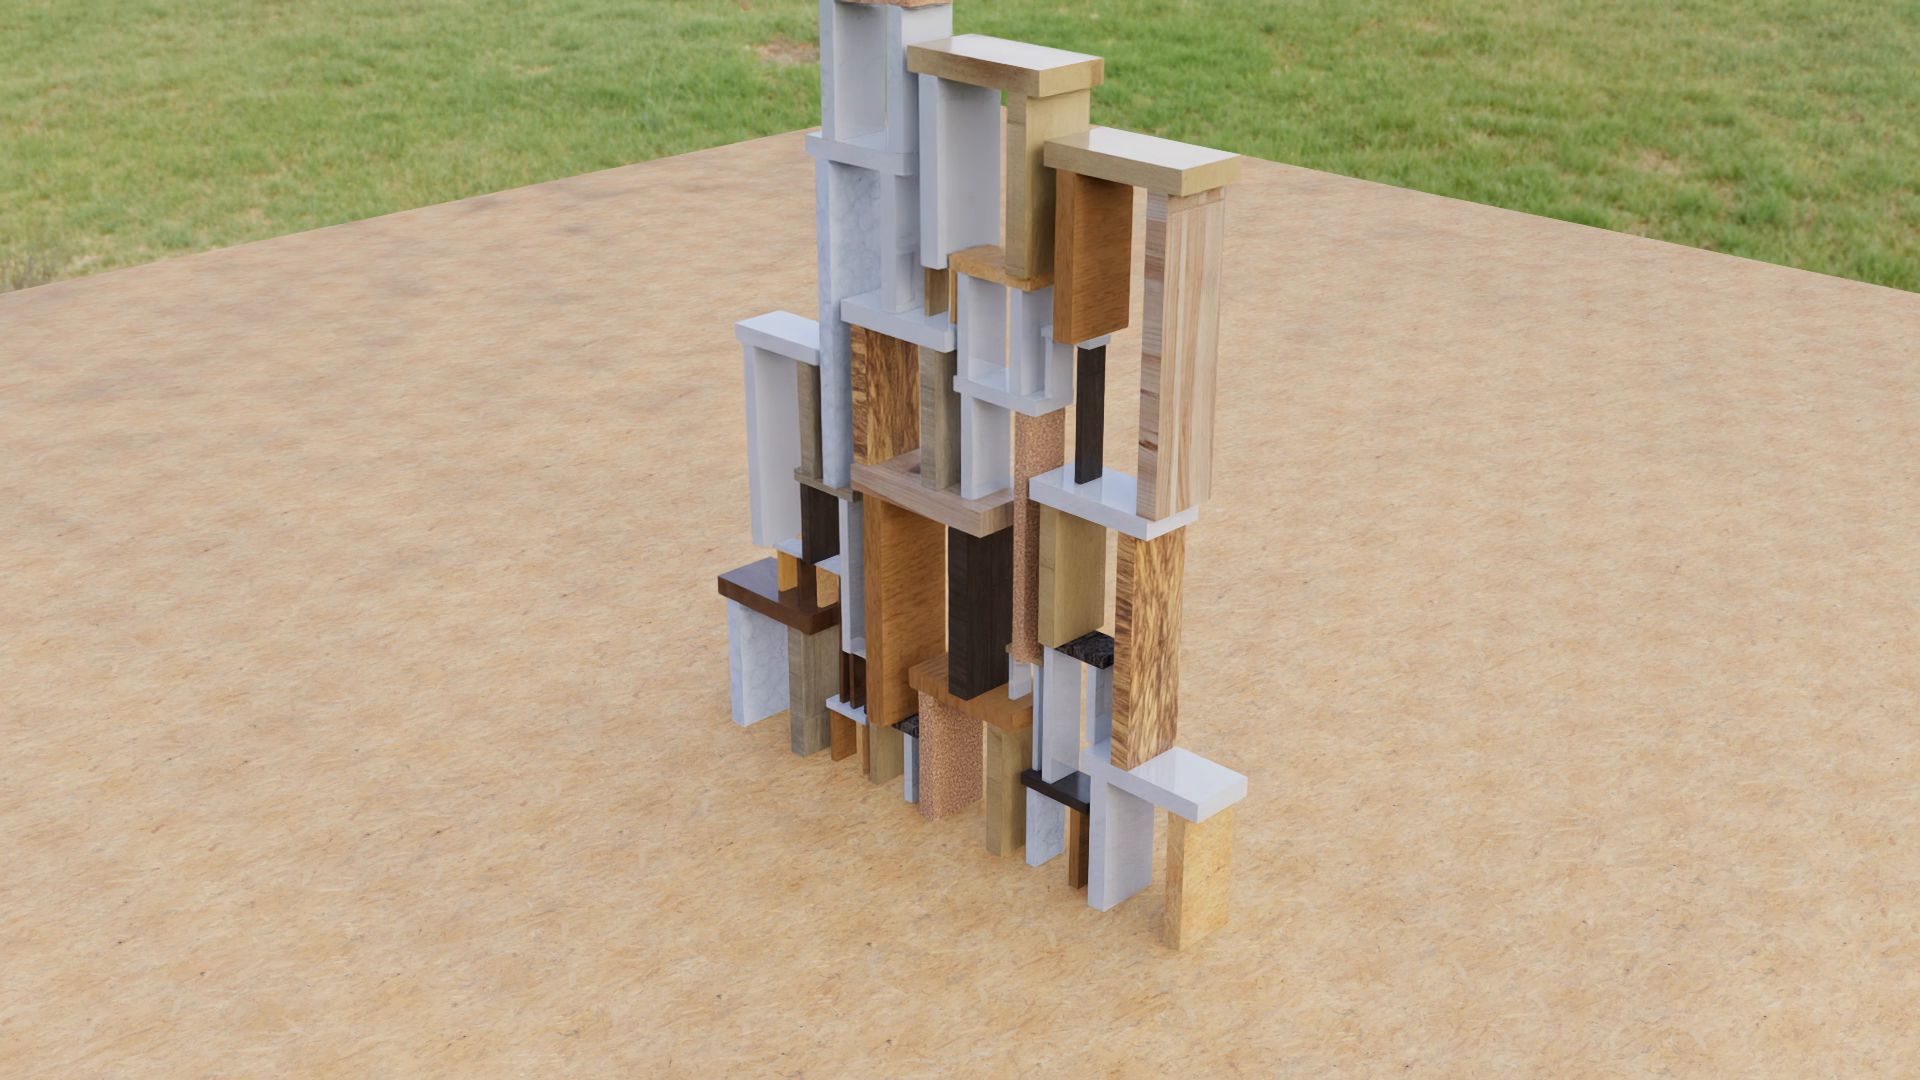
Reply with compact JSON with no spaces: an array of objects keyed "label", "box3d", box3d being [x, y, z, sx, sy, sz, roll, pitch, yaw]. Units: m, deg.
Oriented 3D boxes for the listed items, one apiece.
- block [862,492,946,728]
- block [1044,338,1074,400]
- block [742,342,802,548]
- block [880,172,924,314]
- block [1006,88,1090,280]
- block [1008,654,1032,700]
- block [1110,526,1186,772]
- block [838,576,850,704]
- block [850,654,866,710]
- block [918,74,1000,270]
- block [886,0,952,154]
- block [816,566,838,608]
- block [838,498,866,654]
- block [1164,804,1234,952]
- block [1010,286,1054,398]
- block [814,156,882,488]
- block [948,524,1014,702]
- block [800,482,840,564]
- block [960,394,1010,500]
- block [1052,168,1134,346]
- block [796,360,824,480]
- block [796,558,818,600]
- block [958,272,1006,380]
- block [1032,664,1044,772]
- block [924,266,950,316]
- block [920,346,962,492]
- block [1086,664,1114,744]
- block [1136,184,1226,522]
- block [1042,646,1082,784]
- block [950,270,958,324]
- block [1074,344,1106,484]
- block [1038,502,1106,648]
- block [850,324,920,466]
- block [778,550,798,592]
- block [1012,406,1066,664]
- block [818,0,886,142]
[{"label":"block","box3d":[-0.109,0.119,4.392,0.050,0.496,0.175,21,31,40]},{"label":"block","box3d":[0.176,-0.309,3.898,0.016,0.113,0.057,22,31,40]},{"label":"block","box3d":[-0.381,-0.208,4.541,0.035,0.441,0.122,20,30,41]},{"label":"block","box3d":[-0.086,-0.564,4.084,0.037,0.264,0.132,21,32,40]},{"label":"block","box3d":[0.151,-0.624,3.799,0.045,0.319,0.159,21,31,40]},{"label":"block","box3d":[0.115,0.255,4.212,0.048,0.095,0.014,-21,31,-41]},{"label":"block","box3d":[0.336,0.182,3.932,0.039,0.459,0.138,21,31,41]},{"label":"block","box3d":[-0.230,0.201,4.559,0.046,0.292,0.013,-21,33,-40]},{"label":"block","box3d":[-0.208,0.284,4.569,0.046,0.130,0.013,-21,31,-41]},{"label":"block","box3d":[0.001,-0.672,3.944,0.159,0.345,0.045,-21,31,-40]},{"label":"block","box3d":[-0.072,-0.835,3.946,0.037,0.259,0.130,20,30,38]},{"label":"block","box3d":[-0.275,0.090,4.562,0.046,0.092,0.013,-21,31,-41]},{"label":"block","box3d":[-0.201,0.062,4.462,0.088,0.338,0.025,-21,31,-40]},{"label":"block","box3d":[0.434,0.596,4.000,0.039,0.278,0.139,21,31,41]},{"label":"block","box3d":[0.133,-0.363,3.916,0.099,0.198,0.028,-21,31,-40]},{"label":"block","box3d":[-0.212,-0.428,4.275,0.132,0.660,0.037,-21,31,-40]},{"label":"block","box3d":[0.057,0.116,4.212,0.050,0.350,0.175,21,31,41]},{"label":"block","box3d":[-0.284,-0.045,4.506,0.025,0.175,0.088,21,31,41]},{"label":"block","box3d":[0.048,-0.185,4.086,0.029,0.204,0.102,21,31,40]},{"label":"block","box3d":[0.229,-0.499,3.773,0.043,0.301,0.150,21,31,41]},{"label":"block","box3d":[-0.264,-0.254,4.397,0.122,0.244,0.035,-21,29,-40]},{"label":"block","box3d":[-0.318,0.075,4.596,0.013,0.095,0.047,21,31,41]},{"label":"block","box3d":[0.040,-0.399,4.002,0.099,0.198,0.028,-21,31,-40]},{"label":"block","box3d":[0.160,0.332,4.196,0.014,0.225,0.048,21,31,41]},{"label":"block","box3d":[-0.043,-0.469,4.071,0.014,0.100,0.050,22,31,40]},{"label":"block","box3d":[-0.011,-0.244,4.129,0.040,0.279,0.140,21,31,40]},{"label":"block","box3d":[0.268,0.290,4.059,0.080,0.160,0.023,-21,31,-41]},{"label":"block","box3d":[0.370,-0.319,3.695,0.043,0.570,0.150,21,31,41]},{"label":"block","box3d":[0.192,0.318,4.152,0.080,0.285,0.023,-21,31,-41]},{"label":"block","box3d":[0.005,-0.450,4.027,0.014,0.100,0.050,23,32,40]},{"label":"block","box3d":[0.229,-0.225,3.878,0.016,0.253,0.057,21,31,41]},{"label":"block","box3d":[0.206,0.047,4.016,0.138,0.276,0.039,-21,31,-41]},{"label":"block","box3d":[-0.144,-0.295,4.248,0.040,0.279,0.139,21,31,40]},{"label":"block","box3d":[-0.362,0.057,4.637,0.013,0.094,0.047,22,31,40]},{"label":"block","box3d":[0.145,-0.013,4.054,0.102,0.495,0.029,-21,31,-41]},{"label":"block","box3d":[-0.197,-0.877,4.059,0.037,0.259,0.130,21,31,40]}]
